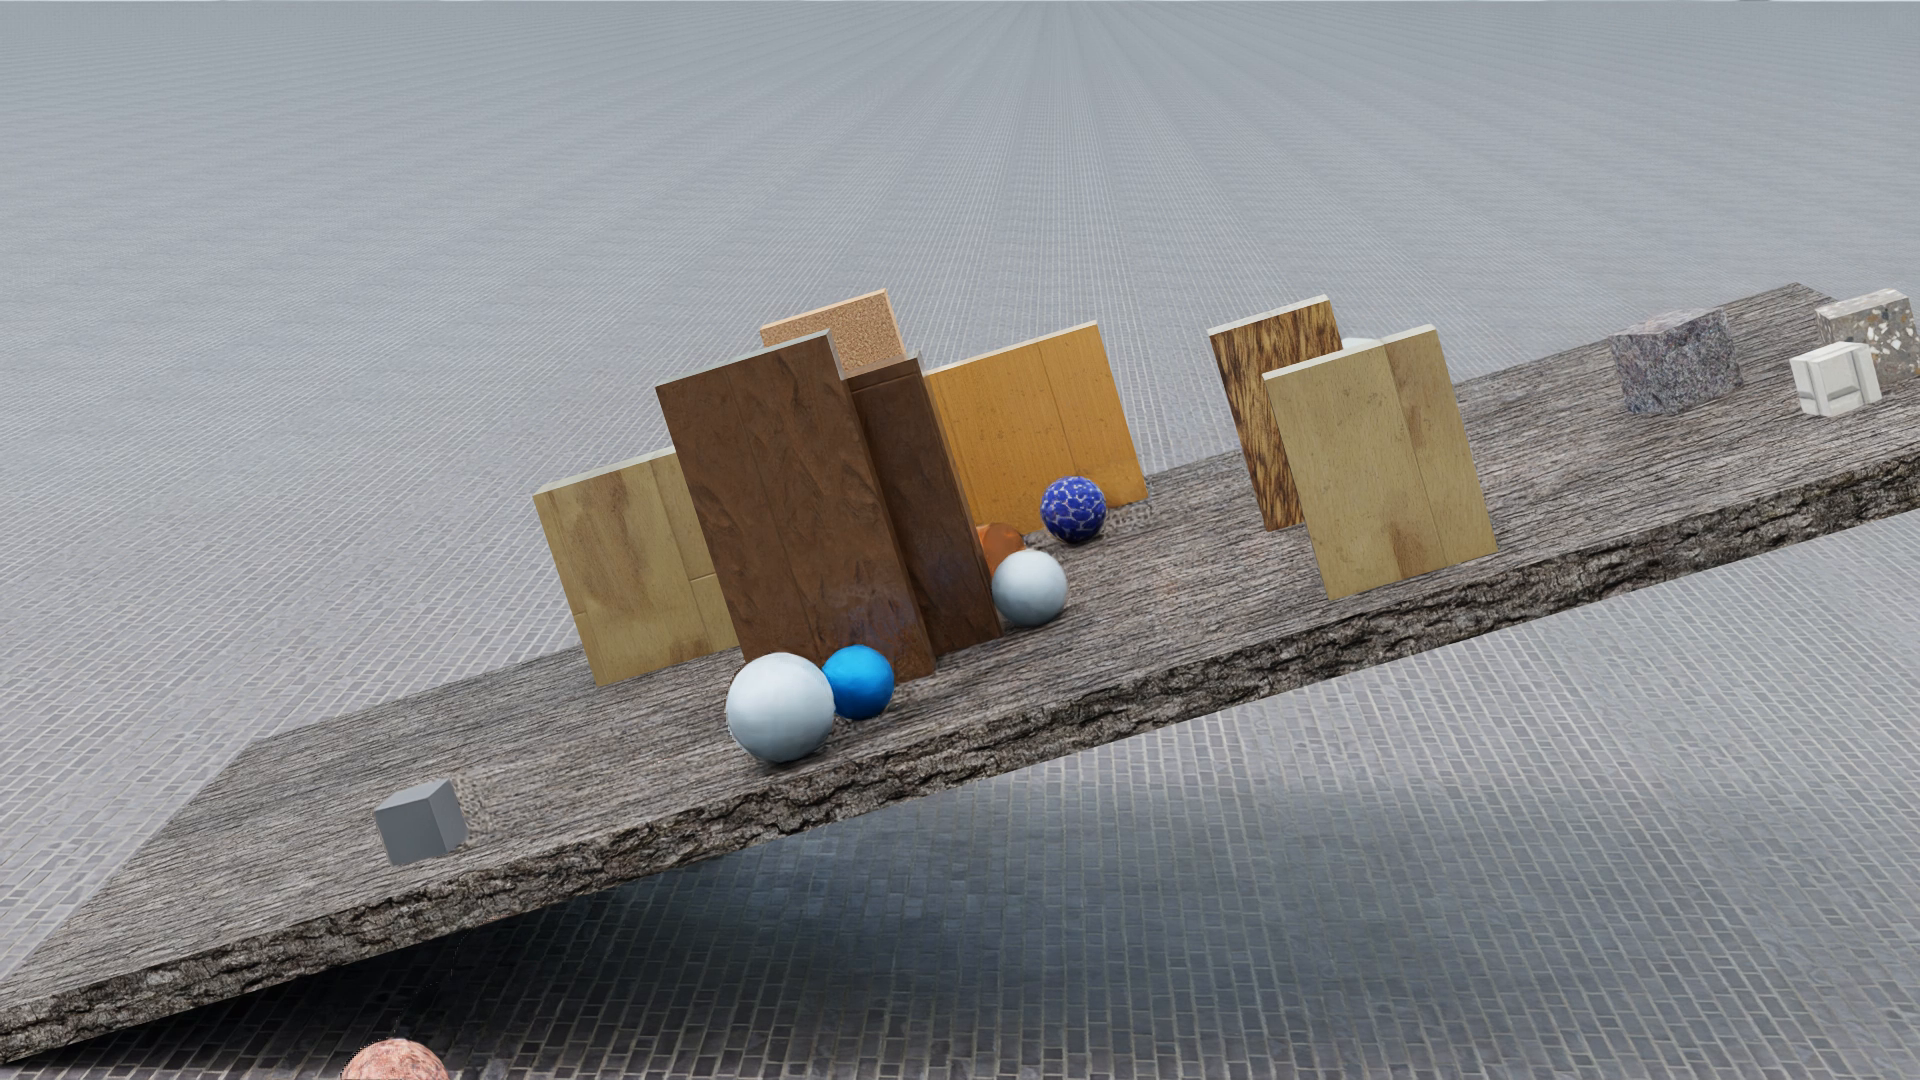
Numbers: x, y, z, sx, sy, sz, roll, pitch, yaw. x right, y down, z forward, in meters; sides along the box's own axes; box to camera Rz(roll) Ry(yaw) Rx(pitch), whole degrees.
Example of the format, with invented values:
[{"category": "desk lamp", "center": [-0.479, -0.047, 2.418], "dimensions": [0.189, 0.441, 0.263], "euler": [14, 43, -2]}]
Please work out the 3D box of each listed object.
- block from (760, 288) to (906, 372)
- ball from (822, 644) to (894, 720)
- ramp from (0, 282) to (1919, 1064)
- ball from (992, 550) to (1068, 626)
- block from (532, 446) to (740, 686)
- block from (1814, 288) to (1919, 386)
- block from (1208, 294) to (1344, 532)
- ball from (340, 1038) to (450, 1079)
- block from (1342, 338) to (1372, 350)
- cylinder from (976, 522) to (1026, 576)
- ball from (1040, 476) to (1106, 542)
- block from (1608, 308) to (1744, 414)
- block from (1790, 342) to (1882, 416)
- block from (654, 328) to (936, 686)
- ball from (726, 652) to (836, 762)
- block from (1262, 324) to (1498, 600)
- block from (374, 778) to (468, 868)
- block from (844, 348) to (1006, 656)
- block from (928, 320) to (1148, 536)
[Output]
[{"category": "block", "center": [-0.201, -0.186, 6.549], "dimensions": [0.287, 0.689, 0.088], "euler": [-17, 10, 5]}, {"category": "ball", "center": [-0.198, 0.273, 5.640], "dimensions": [0.144, 0.144, 0.144], "euler": [0, 11, 0]}, {"category": "ramp", "center": [0.096, 0.185, 6.315], "dimensions": [4.000, 0.100, 2.000], "euler": [-17, 10, 5]}, {"category": "ball", "center": [0.142, 0.096, 5.982], "dimensions": [0.155, 0.155, 0.155], "euler": [0, 11, 0]}, {"category": "block", "center": [-0.706, 0.048, 6.780], "dimensions": [0.411, 0.468, 0.140], "euler": [-17, 10, 5]}, {"category": "block", "center": [1.801, -0.395, 5.821], "dimensions": [0.154, 0.154, 0.154], "euler": [-16, 10, 8]}, {"category": "block", "center": [0.706, -0.266, 6.177], "dimensions": [0.258, 0.435, 0.106], "euler": [-17, 10, 5]}, {"category": "ball", "center": [-0.987, 0.969, 5.135], "dimensions": [0.195, 0.195, 0.195], "euler": [0, 11, 0]}, {"category": "block", "center": [0.893, -0.345, 6.942], "dimensions": [0.205, 0.205, 0.205], "euler": [-20, 10, -13]}, {"category": "cylinder", "center": [0.036, 0.049, 6.404], "dimensions": [0.158, 0.158, 0.158], "euler": [-9, 3, 40]}, {"category": "ball", "center": [0.259, -0.071, 6.692], "dimensions": [0.151, 0.151, 0.151], "euler": [0, 11, 0]}, {"category": "block", "center": [1.500, -0.376, 6.168], "dimensions": [0.174, 0.174, 0.174], "euler": [-22, 11, -22]}, {"category": "block", "center": [1.692, -0.311, 5.683], "dimensions": [0.110, 0.110, 0.110], "euler": [-19, 10, -10]}, {"category": "block", "center": [-0.322, -0.027, 5.846], "dimensions": [0.353, 0.708, 0.103], "euler": [-17, 10, 5]}, {"category": "ball", "center": [-0.335, 0.312, 5.491], "dimensions": [0.203, 0.203, 0.203], "euler": [0, 11, 0]}, {"category": "block", "center": [0.773, -0.143, 5.416], "dimensions": [0.322, 0.430, 0.083], "euler": [-17, 10, 5]}, {"category": "block", "center": [-1.039, 0.545, 5.673], "dimensions": [0.117, 0.117, 0.117], "euler": [-15, 10, 14]}, {"category": "block", "center": [-0.183, -0.042, 6.015], "dimensions": [0.392, 0.597, 0.141], "euler": [-17, 10, 5]}, {"category": "block", "center": [0.183, -0.251, 6.989], "dimensions": [0.424, 0.432, 0.087], "euler": [-17, 10, 5]}]
